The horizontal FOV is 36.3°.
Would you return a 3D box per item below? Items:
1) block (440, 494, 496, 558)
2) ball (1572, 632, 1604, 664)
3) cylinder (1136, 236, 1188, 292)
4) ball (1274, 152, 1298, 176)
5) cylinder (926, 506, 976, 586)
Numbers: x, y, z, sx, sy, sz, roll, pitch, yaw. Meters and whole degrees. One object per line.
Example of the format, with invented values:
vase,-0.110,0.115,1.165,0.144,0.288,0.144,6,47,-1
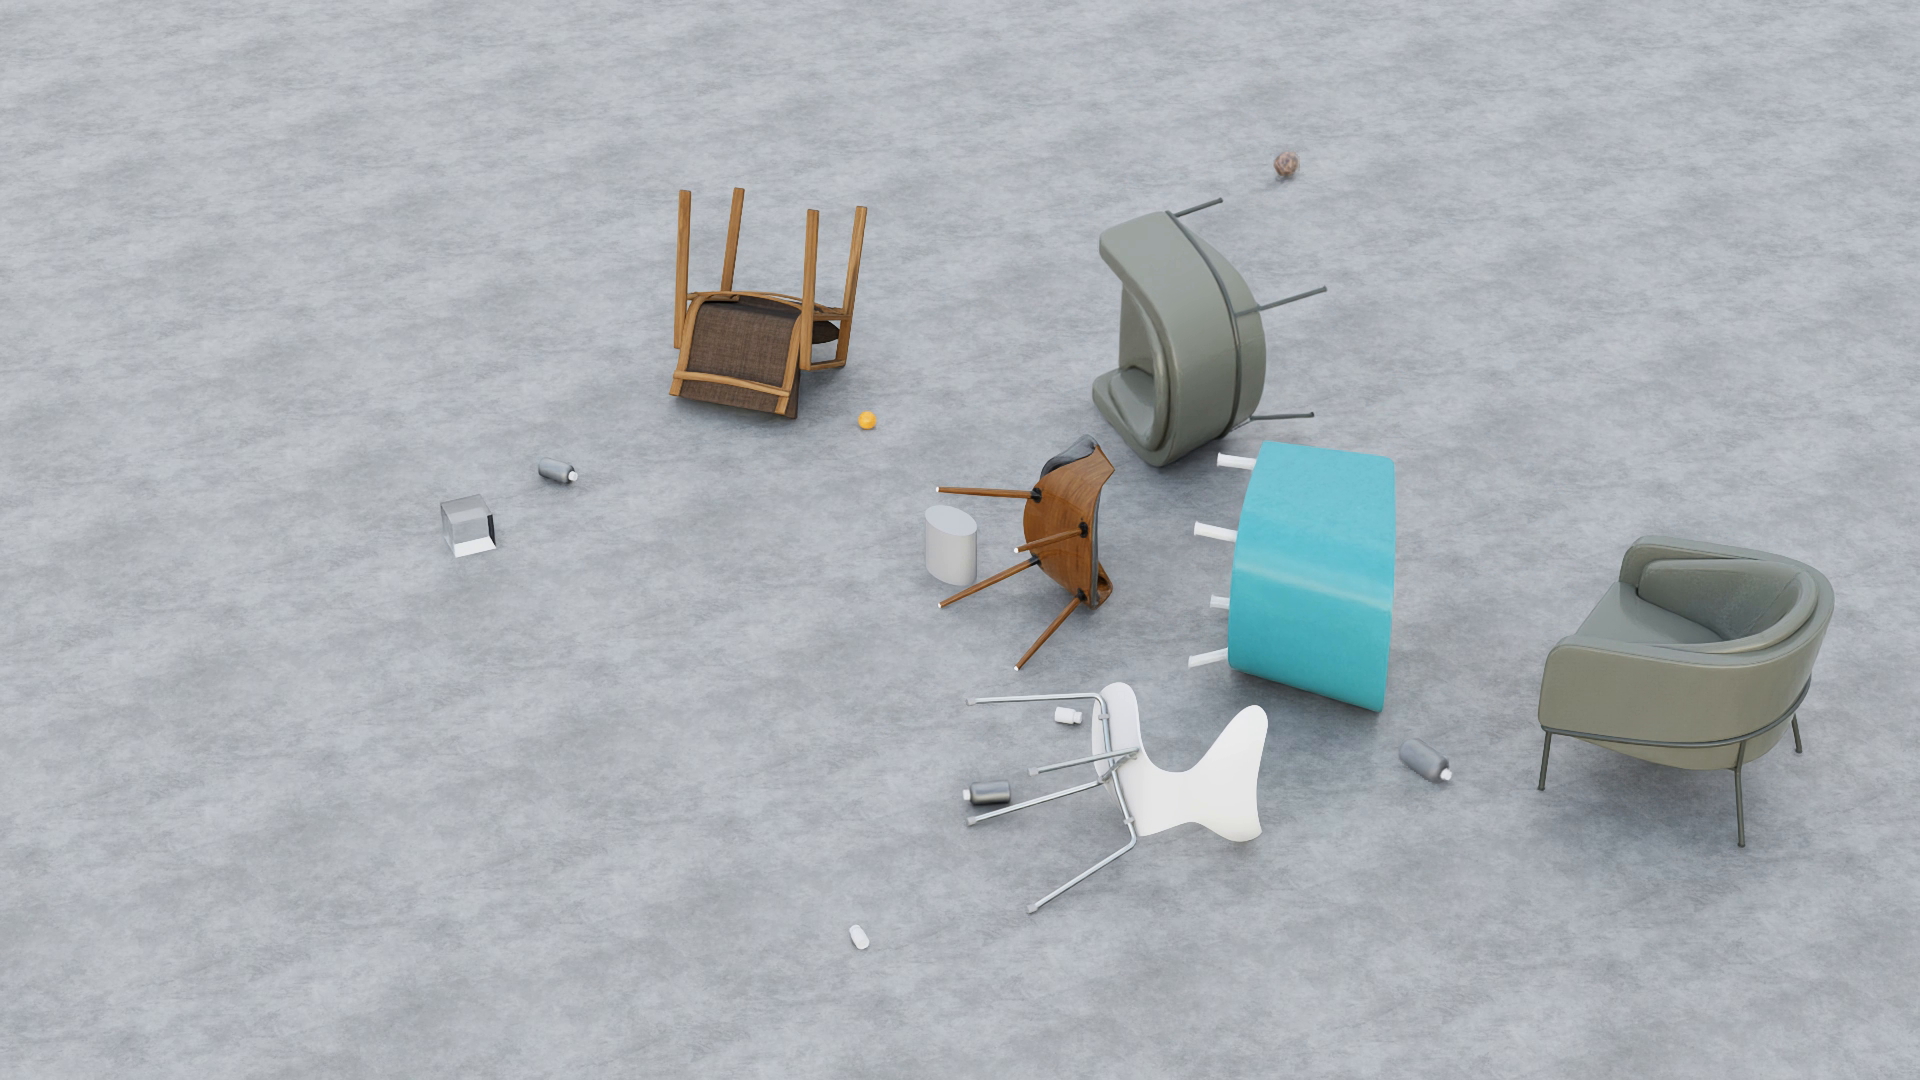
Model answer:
block,-1.827,-0.054,10.891,0.155,0.149,0.158,-14,36,-20
ball,2.201,0.377,10.271,0.111,0.111,0.111,0,33,0
cylinder,0.864,-1.181,12.550,0.150,0.205,0.311,-6,29,-10
ball,1.498,-1.727,13.462,0.113,0.113,0.113,0,33,0
cylinder,-0.033,0.019,10.717,0.149,0.218,0.235,-25,41,-33
